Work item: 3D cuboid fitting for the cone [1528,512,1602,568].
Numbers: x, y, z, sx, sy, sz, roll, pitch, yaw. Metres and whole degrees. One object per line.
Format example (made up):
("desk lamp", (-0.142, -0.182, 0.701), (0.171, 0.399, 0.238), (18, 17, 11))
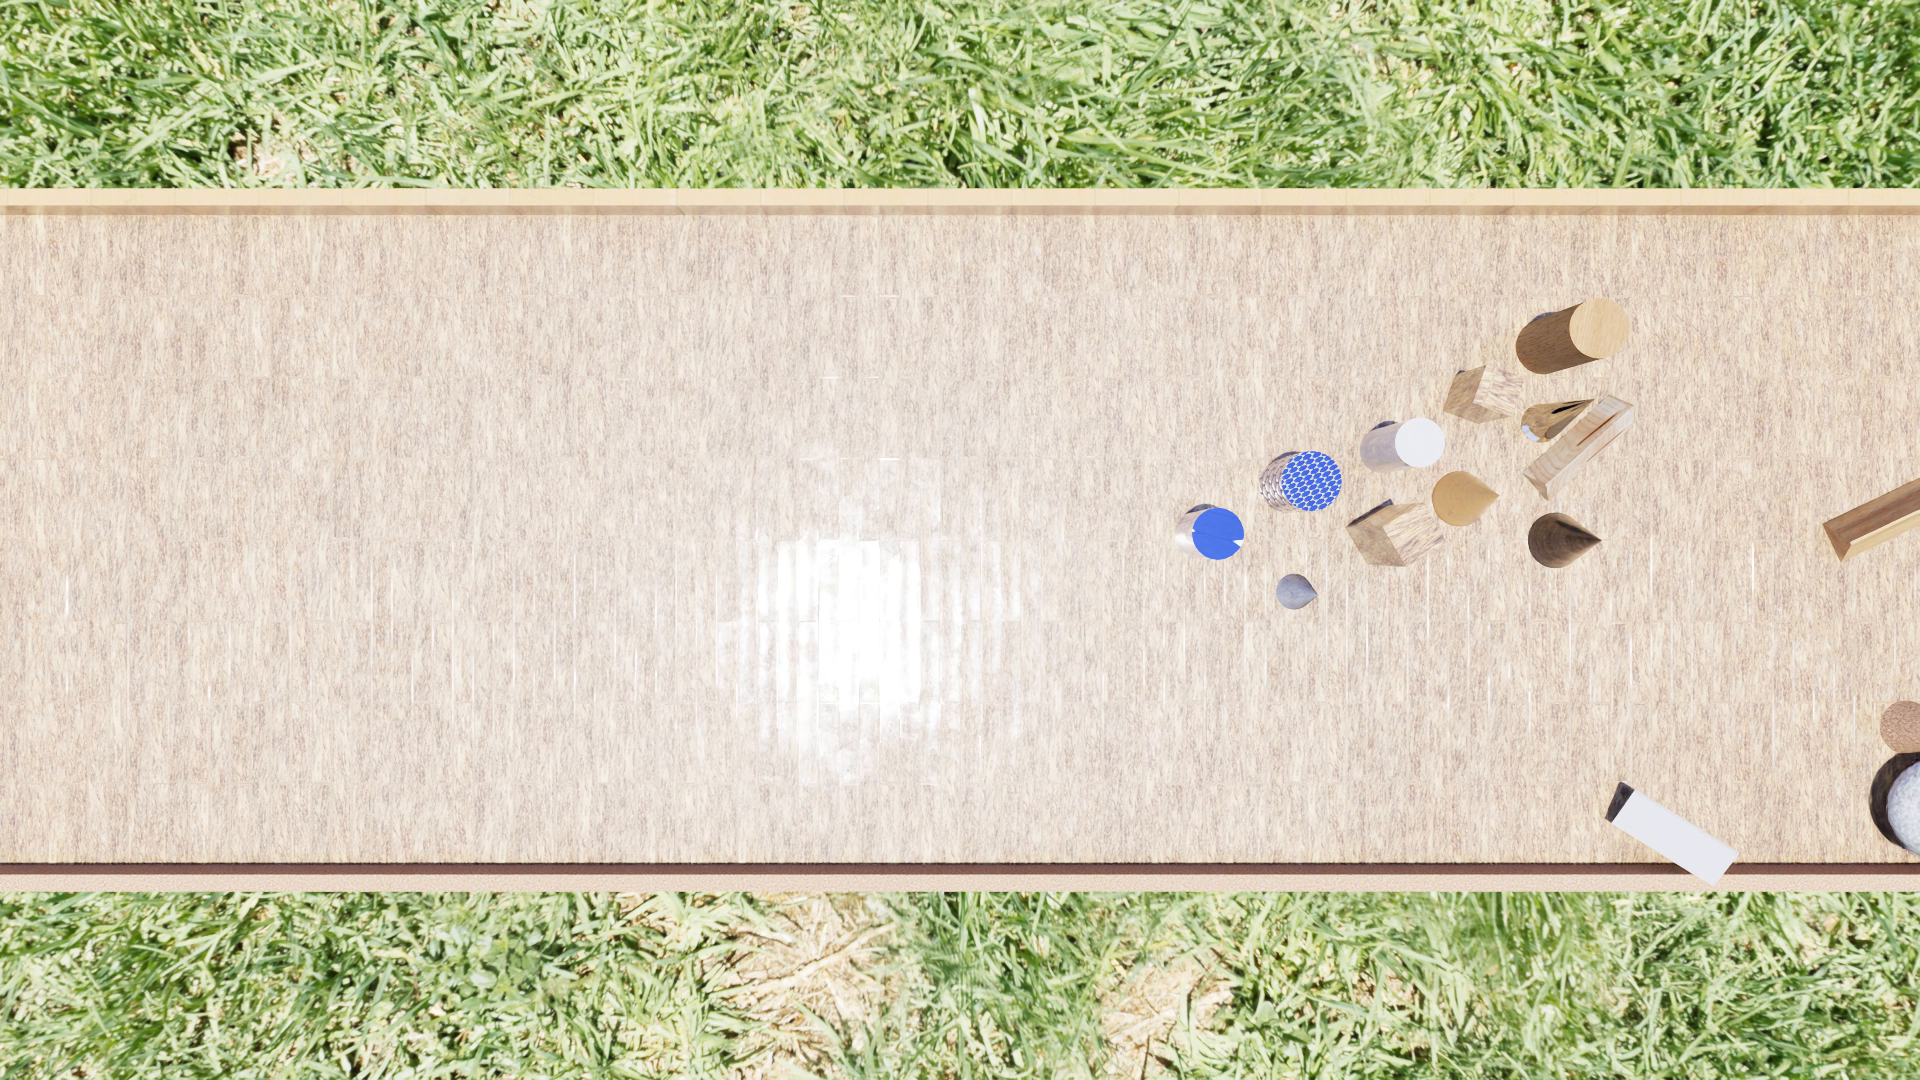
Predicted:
("cone", (1.833, 0.001, 4.892), (0.173, 0.368, 0.173), (0, 90, 0))

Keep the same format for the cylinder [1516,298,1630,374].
("cylinder", (1.795, -0.594, 4.852), (0.170, 0.449, 0.170), (0, 90, 0))

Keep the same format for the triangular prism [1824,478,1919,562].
("triangular prism", (2.865, -0.077, 5.018), (0.406, 0.111, 0.128), (-25, 90, 0))

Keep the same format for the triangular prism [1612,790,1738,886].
("triangular prism", (2.152, 0.867, 4.938), (0.329, 0.122, 0.140), (33, 63, 20))

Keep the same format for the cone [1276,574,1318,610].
("cone", (1.028, 0.159, 4.904), (0.112, 0.344, 0.112), (0, 90, 0))

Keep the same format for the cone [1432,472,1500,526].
("cone", (1.538, -0.127, 4.888), (0.171, 0.378, 0.171), (0, 90, 0))

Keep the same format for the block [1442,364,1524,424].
("block", (1.559, -0.433, 4.924), (0.118, 0.305, 0.118), (20, 90, 0))

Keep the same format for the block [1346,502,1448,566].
("block", (1.276, -0.015, 4.851), (0.132, 0.450, 0.132), (-31, 90, 0))

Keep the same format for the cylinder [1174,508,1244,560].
("cylinder", (0.735, -0.018, 4.887), (0.149, 0.380, 0.149), (0, 90, 0))

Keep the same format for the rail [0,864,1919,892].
("rail", (-2.247, 1.025, 5.001), (12.000, 0.150, 0.050), (0, 90, 0))

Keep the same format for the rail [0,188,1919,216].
("rail", (-2.247, -1.025, 5.002), (12.000, 0.150, 0.050), (0, 90, 0))

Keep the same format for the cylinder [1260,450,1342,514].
("cylinder", (1.008, -0.169, 4.901), (0.173, 0.351, 0.173), (0, 90, 0))

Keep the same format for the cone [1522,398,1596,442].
("cone", (1.786, -0.378, 4.850), (0.121, 0.443, 0.121), (0, 85, 0))

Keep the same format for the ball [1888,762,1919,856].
("ball", (2.947, 0.808, 4.917), (0.320, 0.320, 0.320), (0, 90, 0))

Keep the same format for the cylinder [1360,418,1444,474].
("cylinder", (1.299, -0.275, 4.868), (0.140, 0.418, 0.140), (0, 90, 0))

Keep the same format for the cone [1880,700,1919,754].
("cone", (2.913, 0.576, 4.912), (0.165, 0.329, 0.165), (0, 90, 0))

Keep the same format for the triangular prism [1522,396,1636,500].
("triangular prism", (1.902, -0.283, 5.024), (0.361, 0.100, 0.115), (-42, 90, 0))
